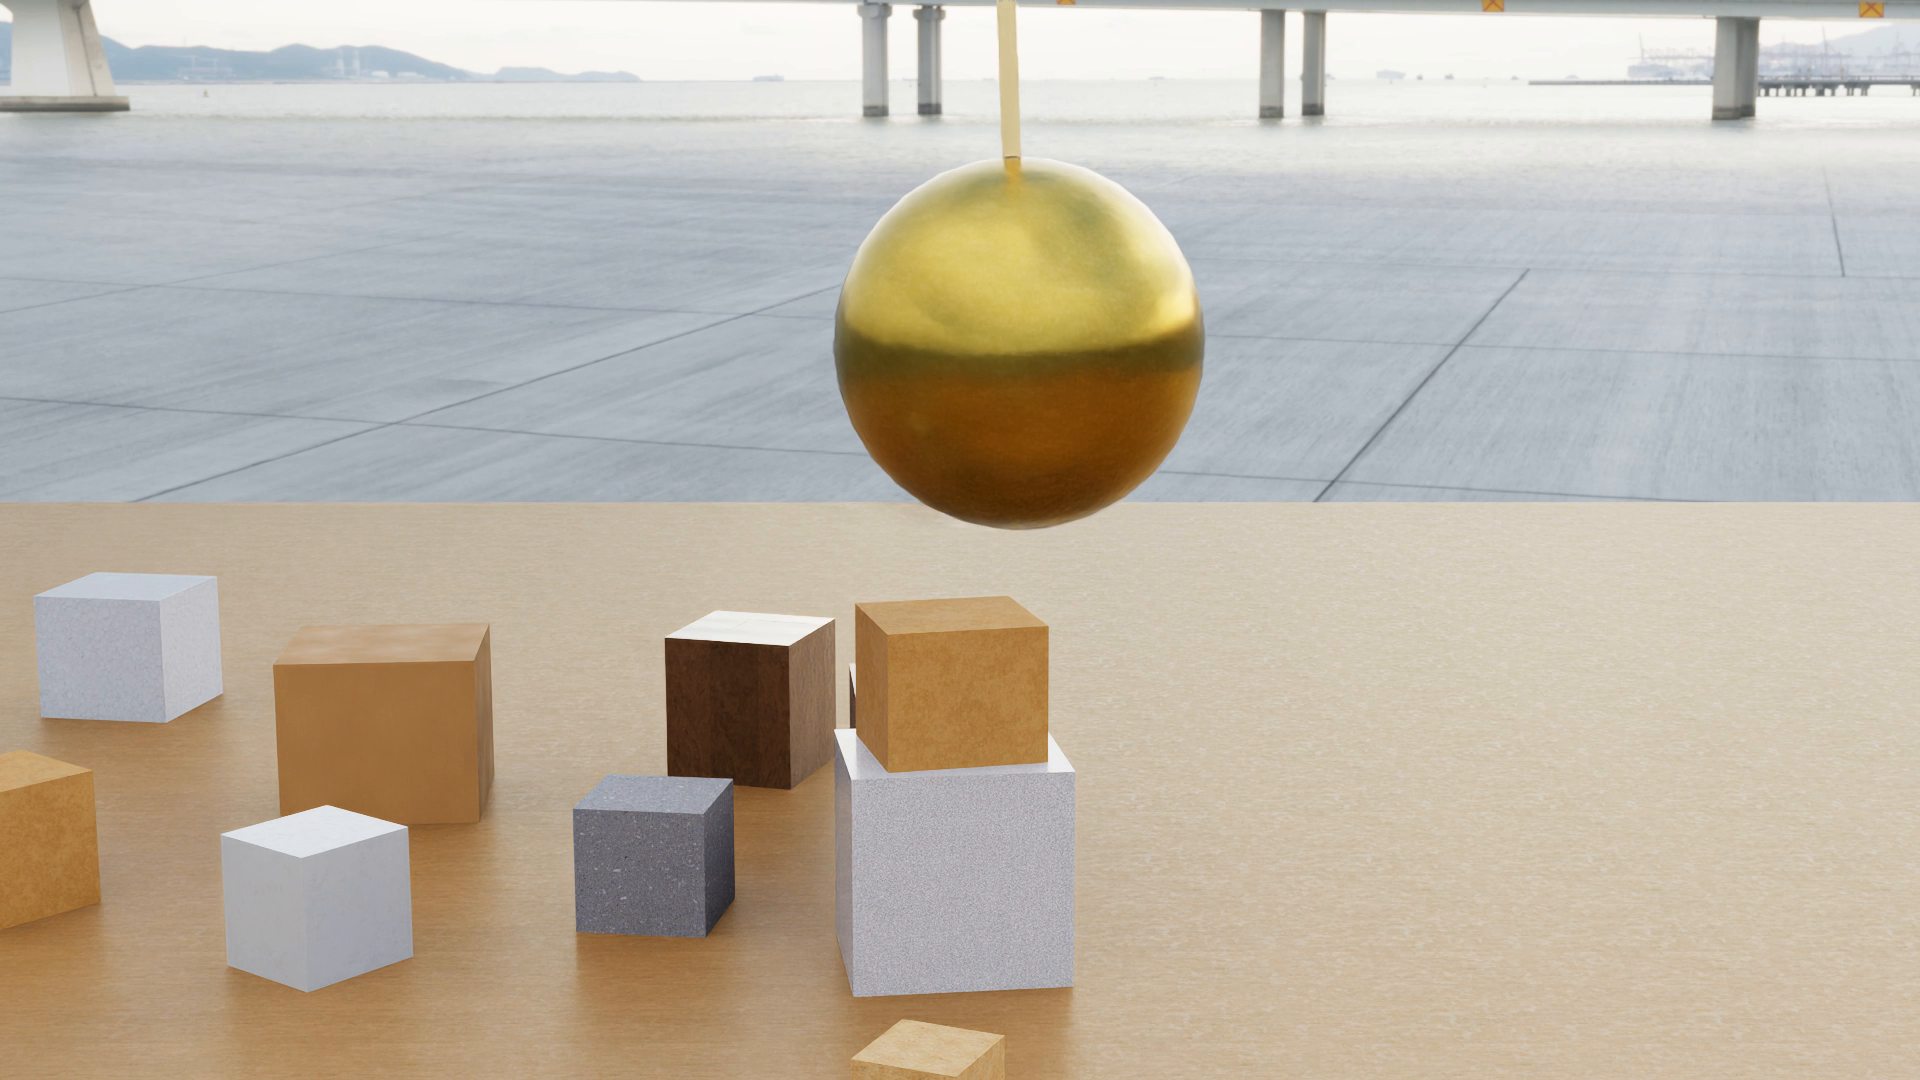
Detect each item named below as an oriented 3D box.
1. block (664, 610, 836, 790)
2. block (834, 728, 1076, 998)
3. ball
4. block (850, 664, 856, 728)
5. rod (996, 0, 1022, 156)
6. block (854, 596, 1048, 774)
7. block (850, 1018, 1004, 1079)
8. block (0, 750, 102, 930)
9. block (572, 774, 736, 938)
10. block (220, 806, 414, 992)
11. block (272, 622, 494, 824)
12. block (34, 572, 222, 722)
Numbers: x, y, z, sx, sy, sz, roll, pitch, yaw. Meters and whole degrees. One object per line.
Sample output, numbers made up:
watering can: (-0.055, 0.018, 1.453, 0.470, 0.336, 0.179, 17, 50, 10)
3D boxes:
block: (-1.059, 0.805, 13.087, 0.662, 0.734, 0.675, 3, 11, 17)
block: (-0.036, 1.257, 10.233, 0.861, 0.866, 0.762, -1, 10, -8)
ball: (0.254, -0.842, 11.027, 1.600, 1.600, 1.600, 0, 10, 0)
block: (-0.122, 1.030, 11.730, 0.728, 0.777, 0.827, -1, 10, -5)
rod: (0.110, -4.184, 10.420, 0.080, 5.200, 0.080, -2, 10, 0)
block: (-0.040, 0.559, 10.134, 0.636, 0.542, 0.605, -3, 11, -14)
block: (-0.104, 1.840, 8.486, 0.377, 0.343, 0.395, 5, 11, 24)
block: (-4.090, 1.278, 10.908, 0.546, 0.582, 0.600, 8, 13, 38)
block: (-1.281, 1.323, 10.806, 0.550, 0.530, 0.534, 1, 10, 8)
block: (-2.563, 1.421, 10.238, 0.506, 0.542, 0.523, 8, 13, 37)
block: (-2.784, 0.885, 12.496, 0.925, 0.787, 0.855, -1, 10, -5)
block: (-4.656, 0.593, 14.395, 0.739, 0.683, 0.698, 2, 10, 9)
